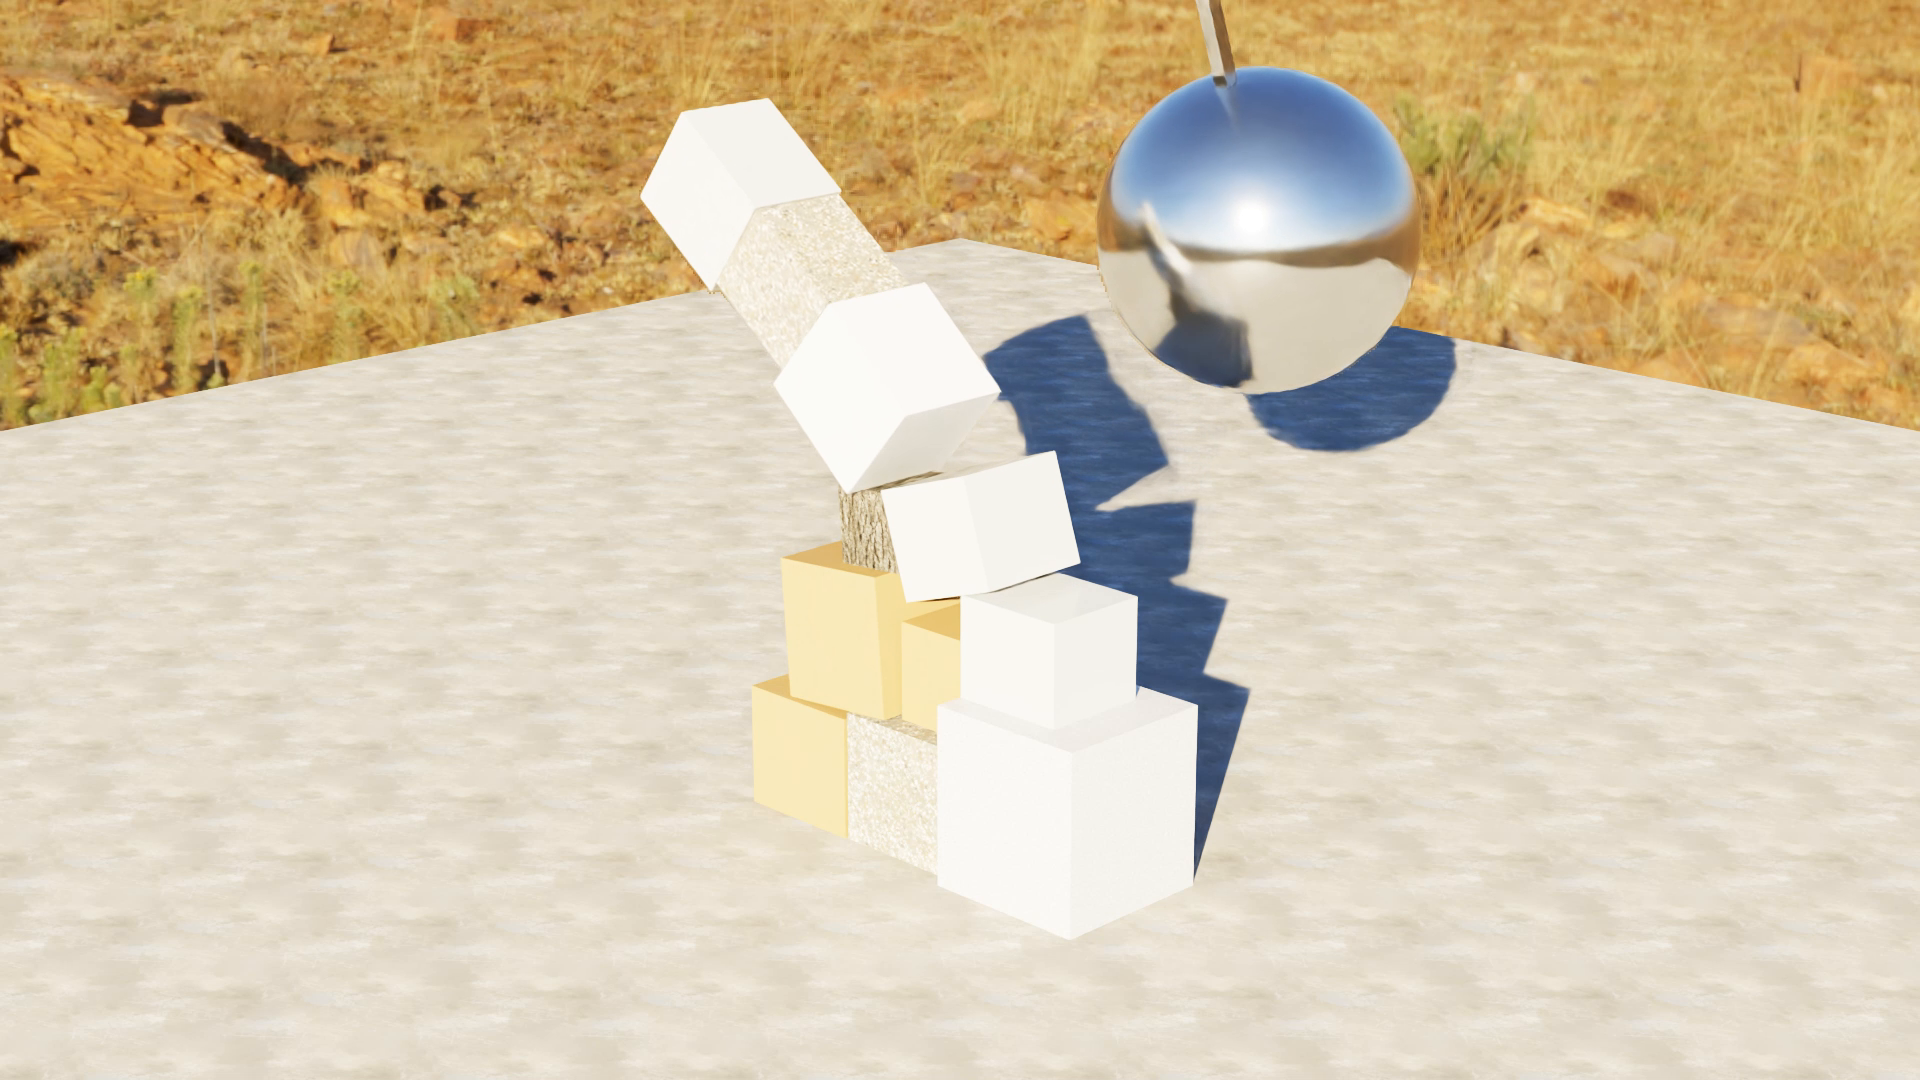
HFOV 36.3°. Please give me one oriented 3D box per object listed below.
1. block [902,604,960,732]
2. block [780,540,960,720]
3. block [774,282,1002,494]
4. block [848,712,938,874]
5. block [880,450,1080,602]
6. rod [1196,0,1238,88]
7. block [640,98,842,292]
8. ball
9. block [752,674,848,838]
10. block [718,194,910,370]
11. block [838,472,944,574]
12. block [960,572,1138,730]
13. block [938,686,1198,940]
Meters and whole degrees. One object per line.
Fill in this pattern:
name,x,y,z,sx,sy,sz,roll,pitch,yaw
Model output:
block,0.033,0.604,13.510,0.419,0.479,0.435,-17,24,-42
block,-0.373,0.390,13.879,0.634,0.682,0.647,-17,19,-42
block,-0.337,-0.700,13.474,0.606,0.591,0.652,-17,65,-43
block,-0.055,1.109,13.758,0.662,0.634,0.669,-17,24,-42
block,0.093,-0.060,13.238,0.587,0.520,0.552,-17,6,-42
rod,0.636,-4.314,12.652,0.080,5.200,0.080,17,44,42
block,-1.044,-1.643,13.925,0.538,0.560,0.634,-17,61,-42
ball,1.467,-1.520,14.402,1.600,1.600,1.600,0,17,0
block,-0.525,0.982,14.219,0.698,0.601,0.652,-17,24,-42
block,-0.686,-1.194,13.696,0.515,0.489,0.602,-17,61,-43
block,-0.260,-0.094,13.615,0.440,0.372,0.393,-17,19,-42
block,0.395,0.480,13.090,0.536,0.487,0.571,-17,24,-42
block,0.479,1.154,13.213,0.822,0.875,0.820,-17,24,-42
